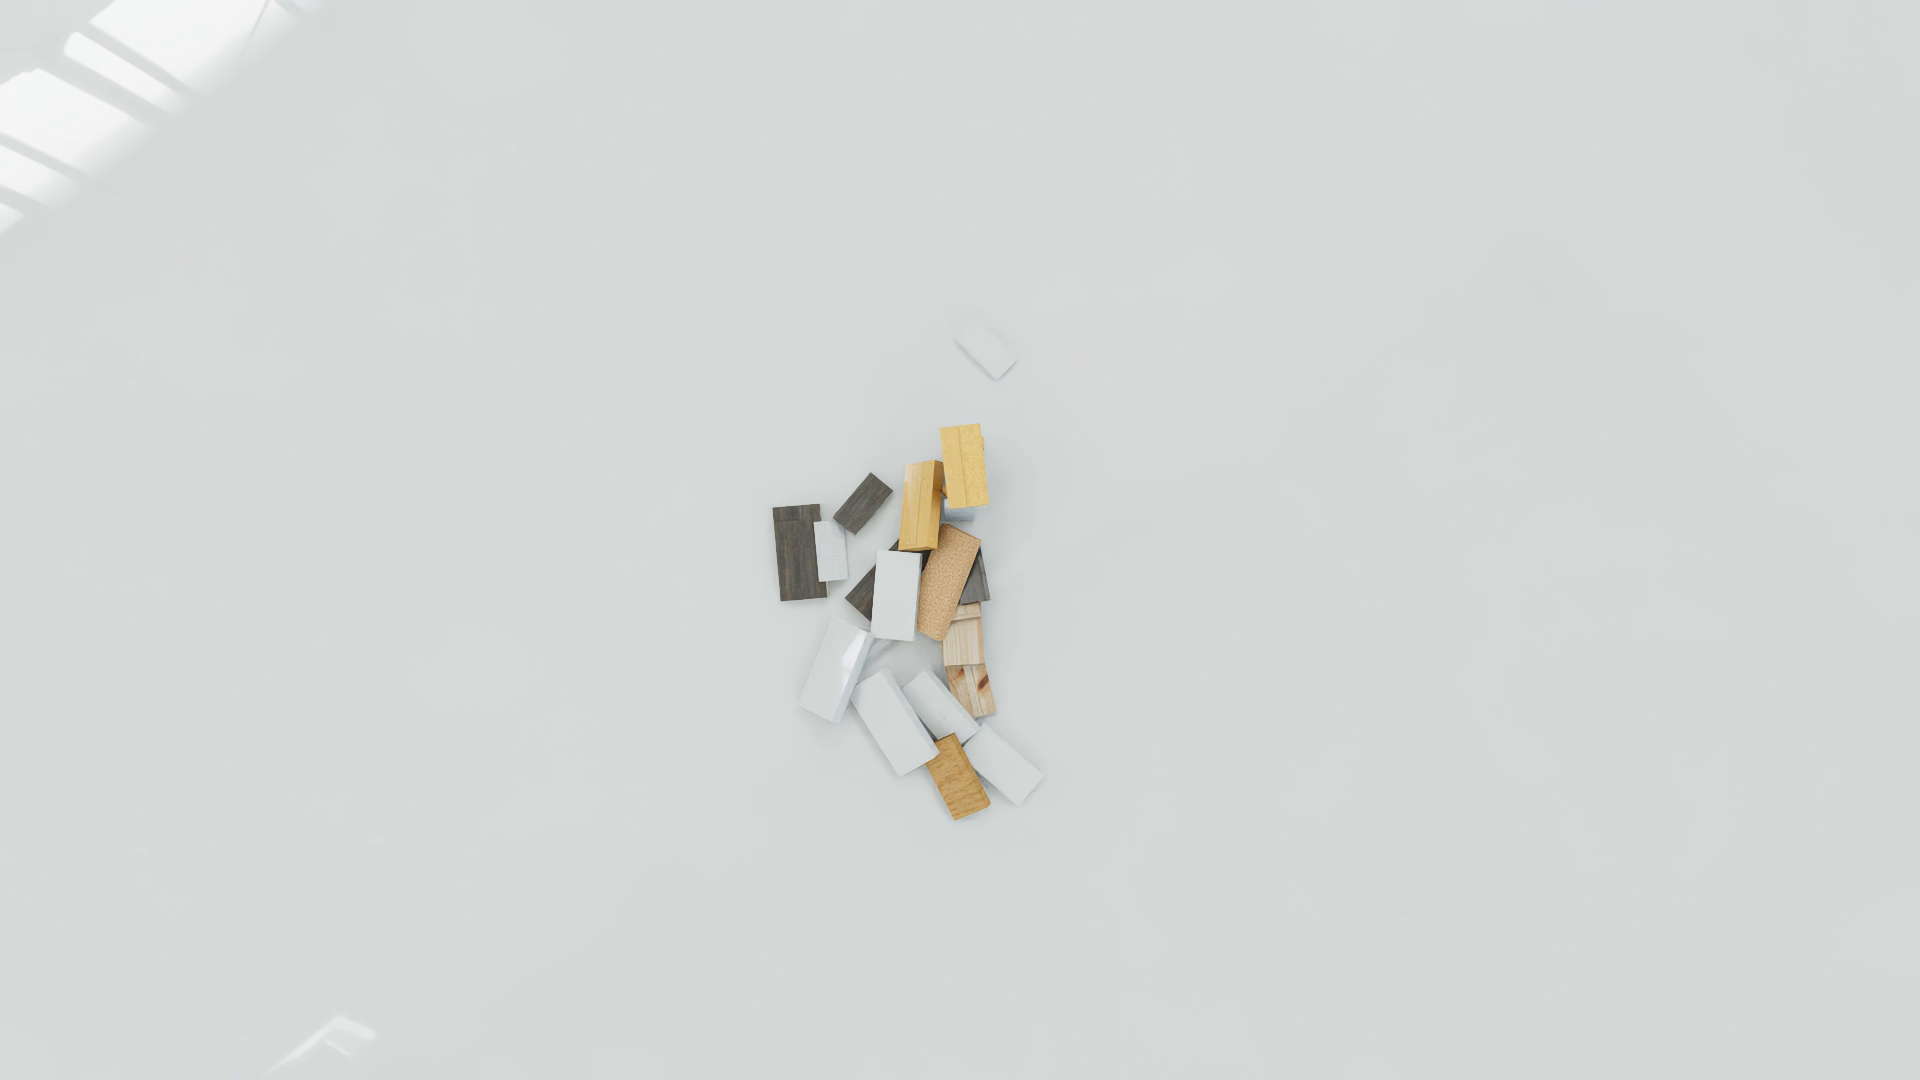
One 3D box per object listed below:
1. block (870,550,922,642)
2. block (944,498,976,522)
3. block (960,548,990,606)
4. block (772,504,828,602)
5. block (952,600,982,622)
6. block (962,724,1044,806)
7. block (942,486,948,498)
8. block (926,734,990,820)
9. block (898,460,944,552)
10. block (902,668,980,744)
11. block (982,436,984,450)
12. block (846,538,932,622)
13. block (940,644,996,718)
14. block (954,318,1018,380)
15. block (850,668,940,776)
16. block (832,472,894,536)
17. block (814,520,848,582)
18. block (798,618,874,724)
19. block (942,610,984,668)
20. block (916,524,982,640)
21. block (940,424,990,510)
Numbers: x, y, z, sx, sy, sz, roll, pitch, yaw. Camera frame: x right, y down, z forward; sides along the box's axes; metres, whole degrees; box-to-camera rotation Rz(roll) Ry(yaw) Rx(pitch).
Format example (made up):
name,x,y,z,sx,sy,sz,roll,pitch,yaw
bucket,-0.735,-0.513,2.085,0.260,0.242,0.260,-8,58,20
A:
name,x,y,z,sx,sy,sz,roll,pitch,yaw
block,-0.209,0.182,5.429,0.144,0.041,0.288,5,90,10
block,-0.001,-0.098,5.401,0.099,0.197,0.028,0,77,0
block,0.034,0.110,5.430,0.099,0.028,0.197,-10,77,-2
block,-0.530,0.041,5.478,0.156,0.044,0.312,-5,90,0
block,0.006,0.165,5.446,0.099,0.028,0.197,-8,77,-1
block,0.136,0.745,5.481,0.265,0.037,0.132,41,90,0
block,0.007,-0.178,5.371,0.129,0.258,0.037,-26,90,0
block,-0.018,0.782,5.451,0.132,0.037,0.265,-27,91,26
block,-0.128,-0.111,5.407,0.041,0.144,0.288,14,76,-42
block,-0.069,0.562,5.453,0.132,0.037,0.264,-41,90,27
block,0.012,-0.310,5.371,0.129,0.258,0.037,-3,91,0
block,-0.219,0.111,5.481,0.132,0.037,0.341,42,90,0
block,0.027,0.457,5.481,0.132,0.037,0.264,-14,90,0
block,0.087,-0.635,5.486,0.196,0.028,0.098,45,90,0
block,-0.222,0.602,5.446,0.156,0.044,0.333,-32,90,26
block,-0.322,-0.118,5.466,0.098,0.028,0.196,40,78,0
block,-0.427,0.035,5.458,0.098,0.028,0.196,-5,90,-40
block,-0.409,0.429,5.438,0.156,0.044,0.312,22,90,34
block,0.006,0.284,5.451,0.132,0.037,0.264,-3,77,0
block,-0.057,0.138,5.416,0.144,0.041,0.358,27,101,34
block,0.014,-0.233,5.223,0.129,0.037,0.258,-7,90,0
